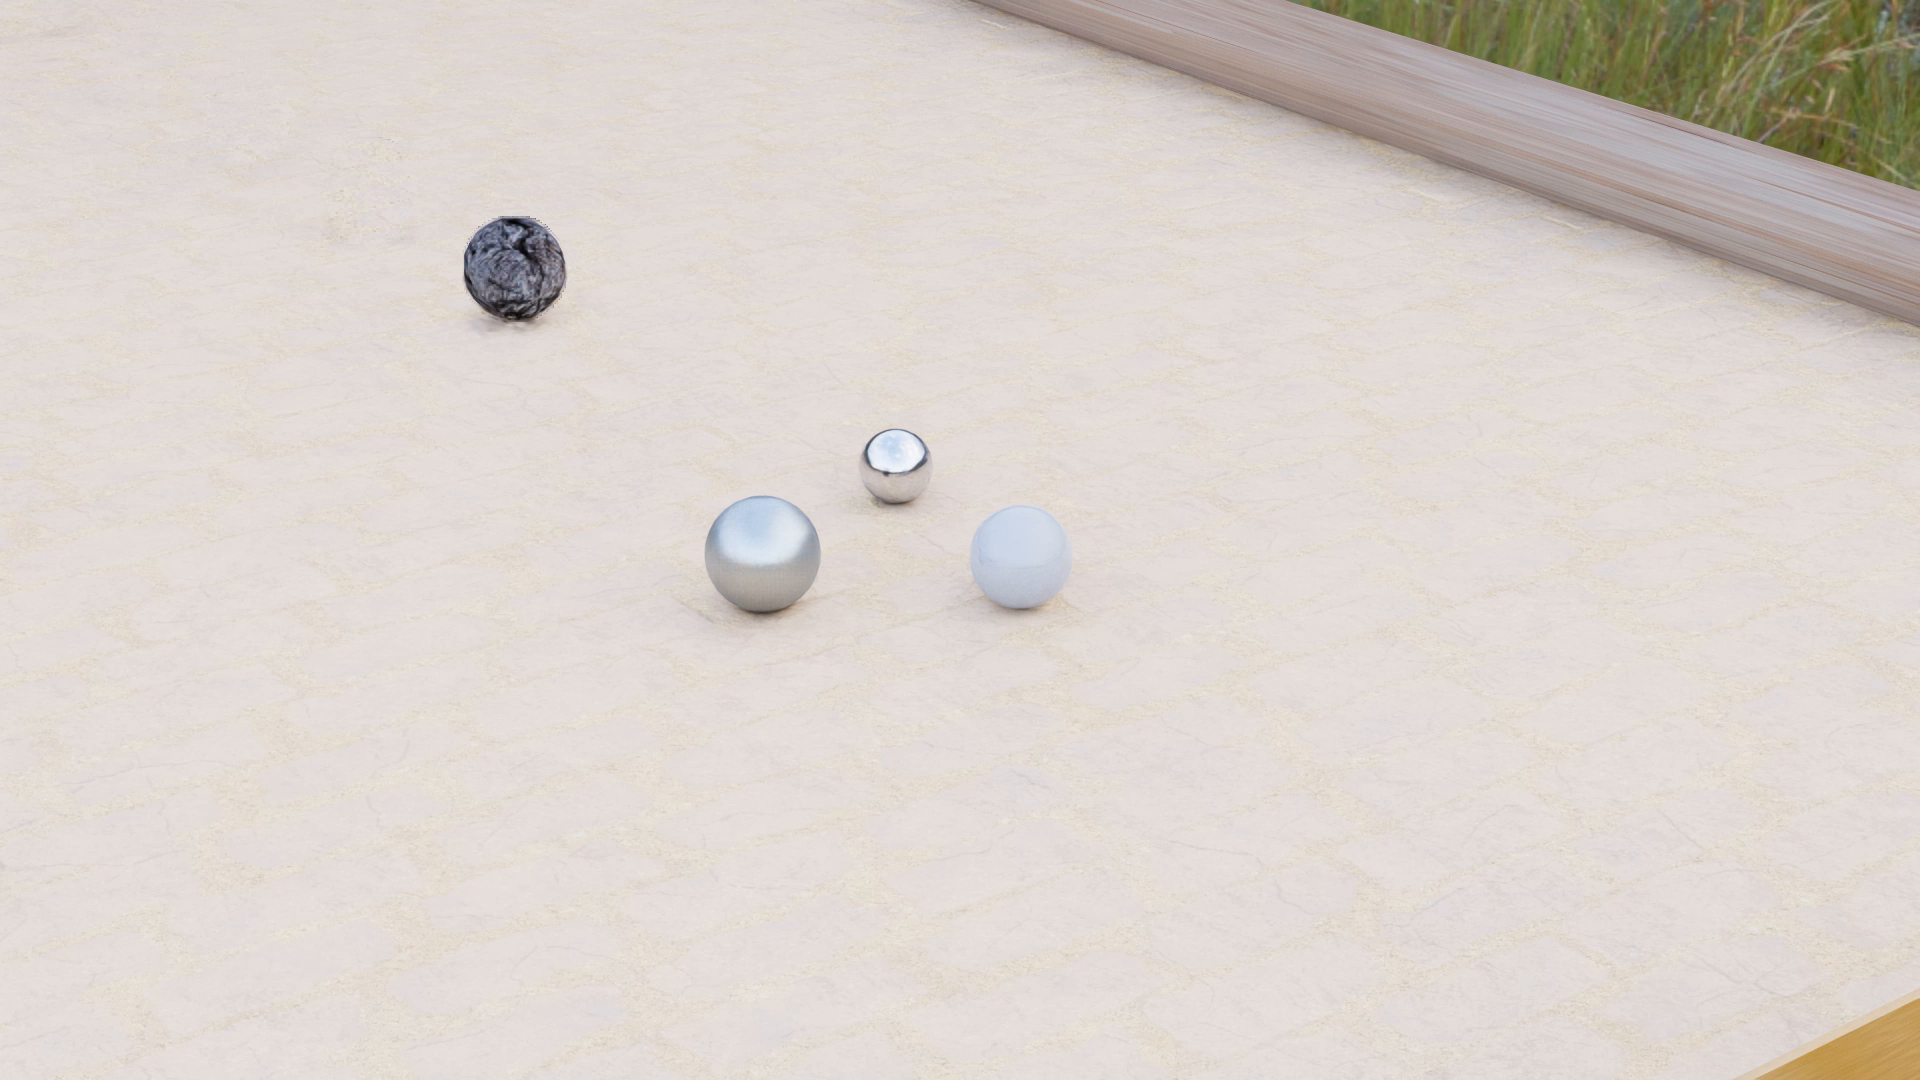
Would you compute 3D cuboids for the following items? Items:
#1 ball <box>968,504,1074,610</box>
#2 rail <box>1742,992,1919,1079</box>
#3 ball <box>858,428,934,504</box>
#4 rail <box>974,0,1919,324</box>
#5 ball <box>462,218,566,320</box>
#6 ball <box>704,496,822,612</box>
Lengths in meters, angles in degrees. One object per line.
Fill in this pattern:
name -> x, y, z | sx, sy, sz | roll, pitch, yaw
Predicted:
ball -> 0.045, 0.012, 2.178 | 0.077, 0.077, 0.077 | 0, 24, 0
rail -> 0.502, 0.269, 1.549 | 2.121, 0.124, 0.045 | -16, 29, -32
ball -> -0.051, -0.060, 2.359 | 0.060, 0.060, 0.060 | 0, 24, 0
rail -> 0.331, -0.569, 3.411 | 0.045, 0.124, 3.581 | -16, 29, -32
ball -> -0.416, -0.254, 2.747 | 0.096, 0.096, 0.096 | 0, 24, 0
ball -> -0.146, 0.010, 2.172 | 0.086, 0.086, 0.086 | 0, 24, 0
